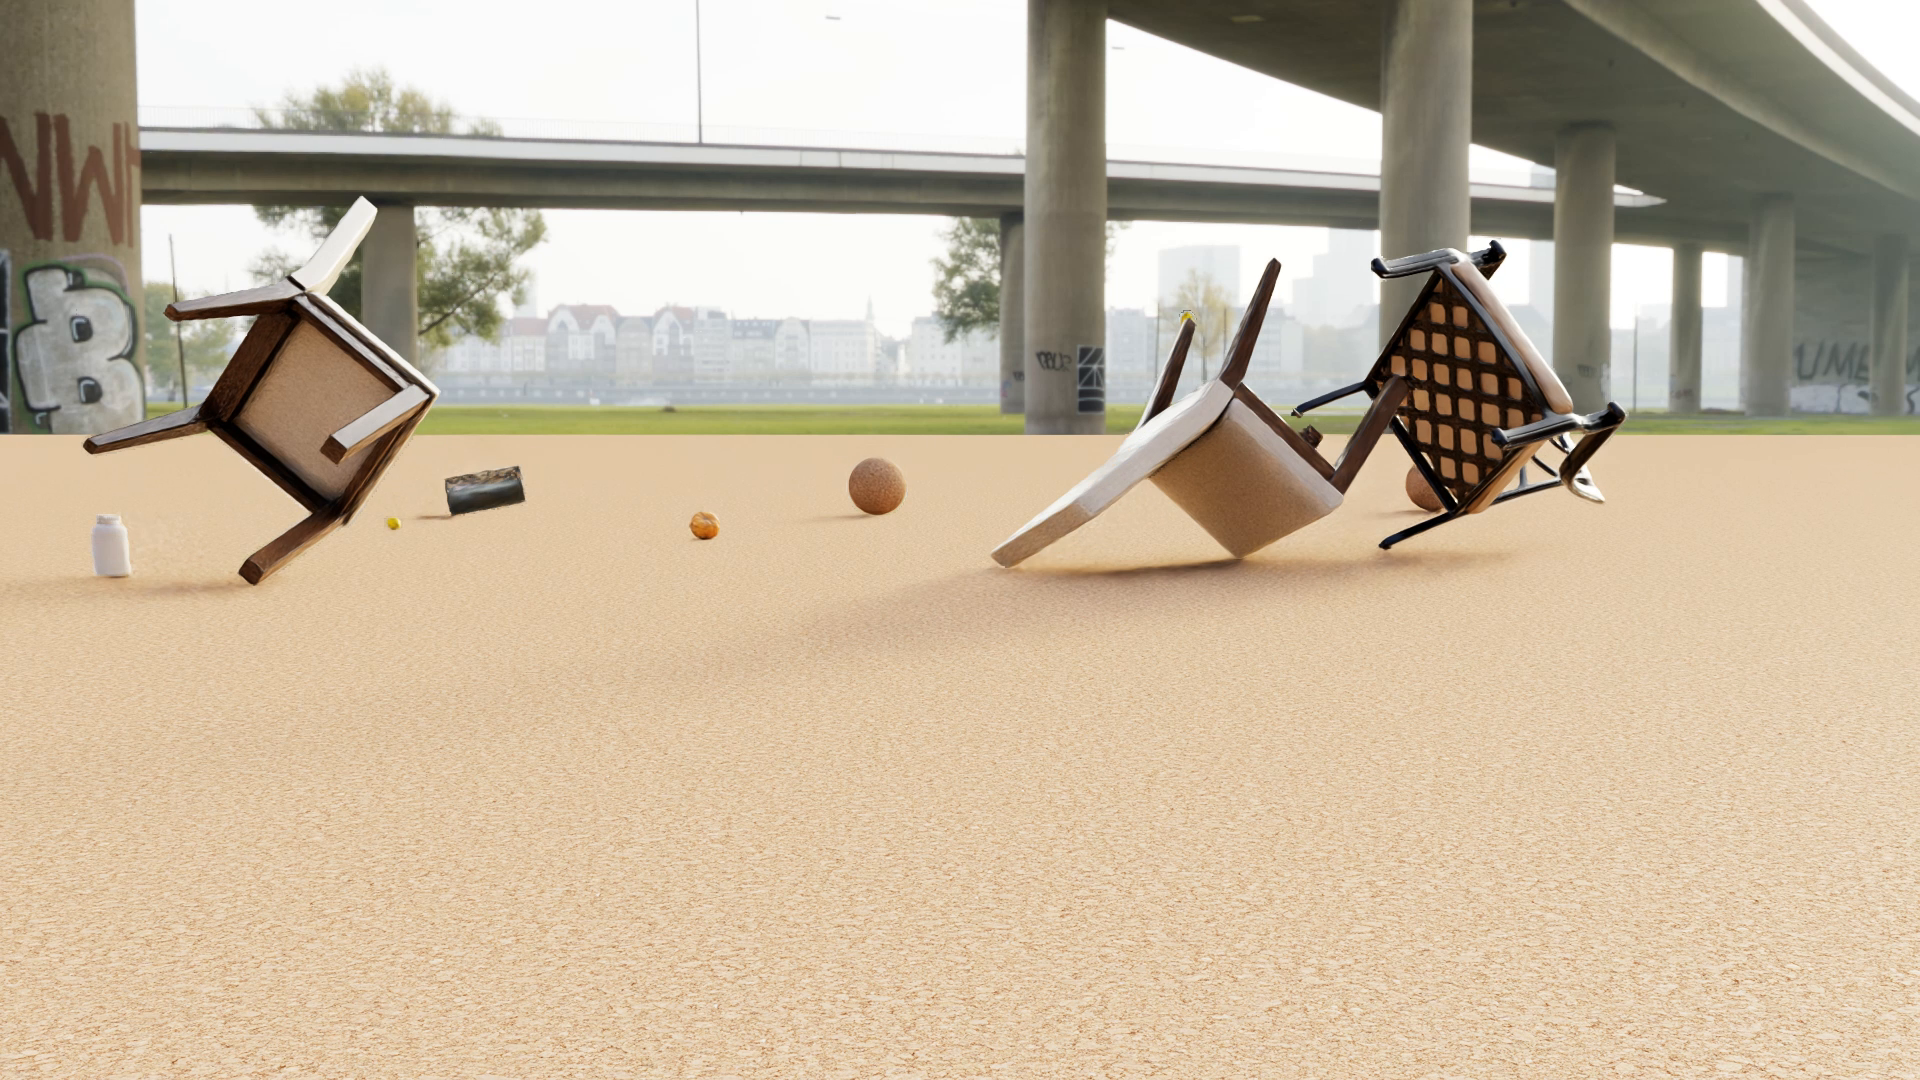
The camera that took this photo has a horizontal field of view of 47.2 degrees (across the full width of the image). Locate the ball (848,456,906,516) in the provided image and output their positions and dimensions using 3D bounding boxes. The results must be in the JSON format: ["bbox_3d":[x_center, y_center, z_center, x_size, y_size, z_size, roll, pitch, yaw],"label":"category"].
[{"bbox_3d":[-0.294,-0.193,7.837,0.209,0.209,0.209,0,4,0],"label":"ball"}]

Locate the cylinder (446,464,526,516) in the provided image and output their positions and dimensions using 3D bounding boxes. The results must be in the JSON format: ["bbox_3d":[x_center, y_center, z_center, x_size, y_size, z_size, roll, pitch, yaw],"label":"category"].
[{"bbox_3d":[-1.677,-0.176,7.777,0.262,0.116,0.206,-11,28,-9],"label":"cylinder"}]

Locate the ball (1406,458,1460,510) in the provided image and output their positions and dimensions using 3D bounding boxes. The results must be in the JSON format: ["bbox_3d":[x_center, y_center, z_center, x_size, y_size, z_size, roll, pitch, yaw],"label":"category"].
[{"bbox_3d":[1.746,-0.207,8.126,0.197,0.197,0.197,0,4,0],"label":"ball"}]
